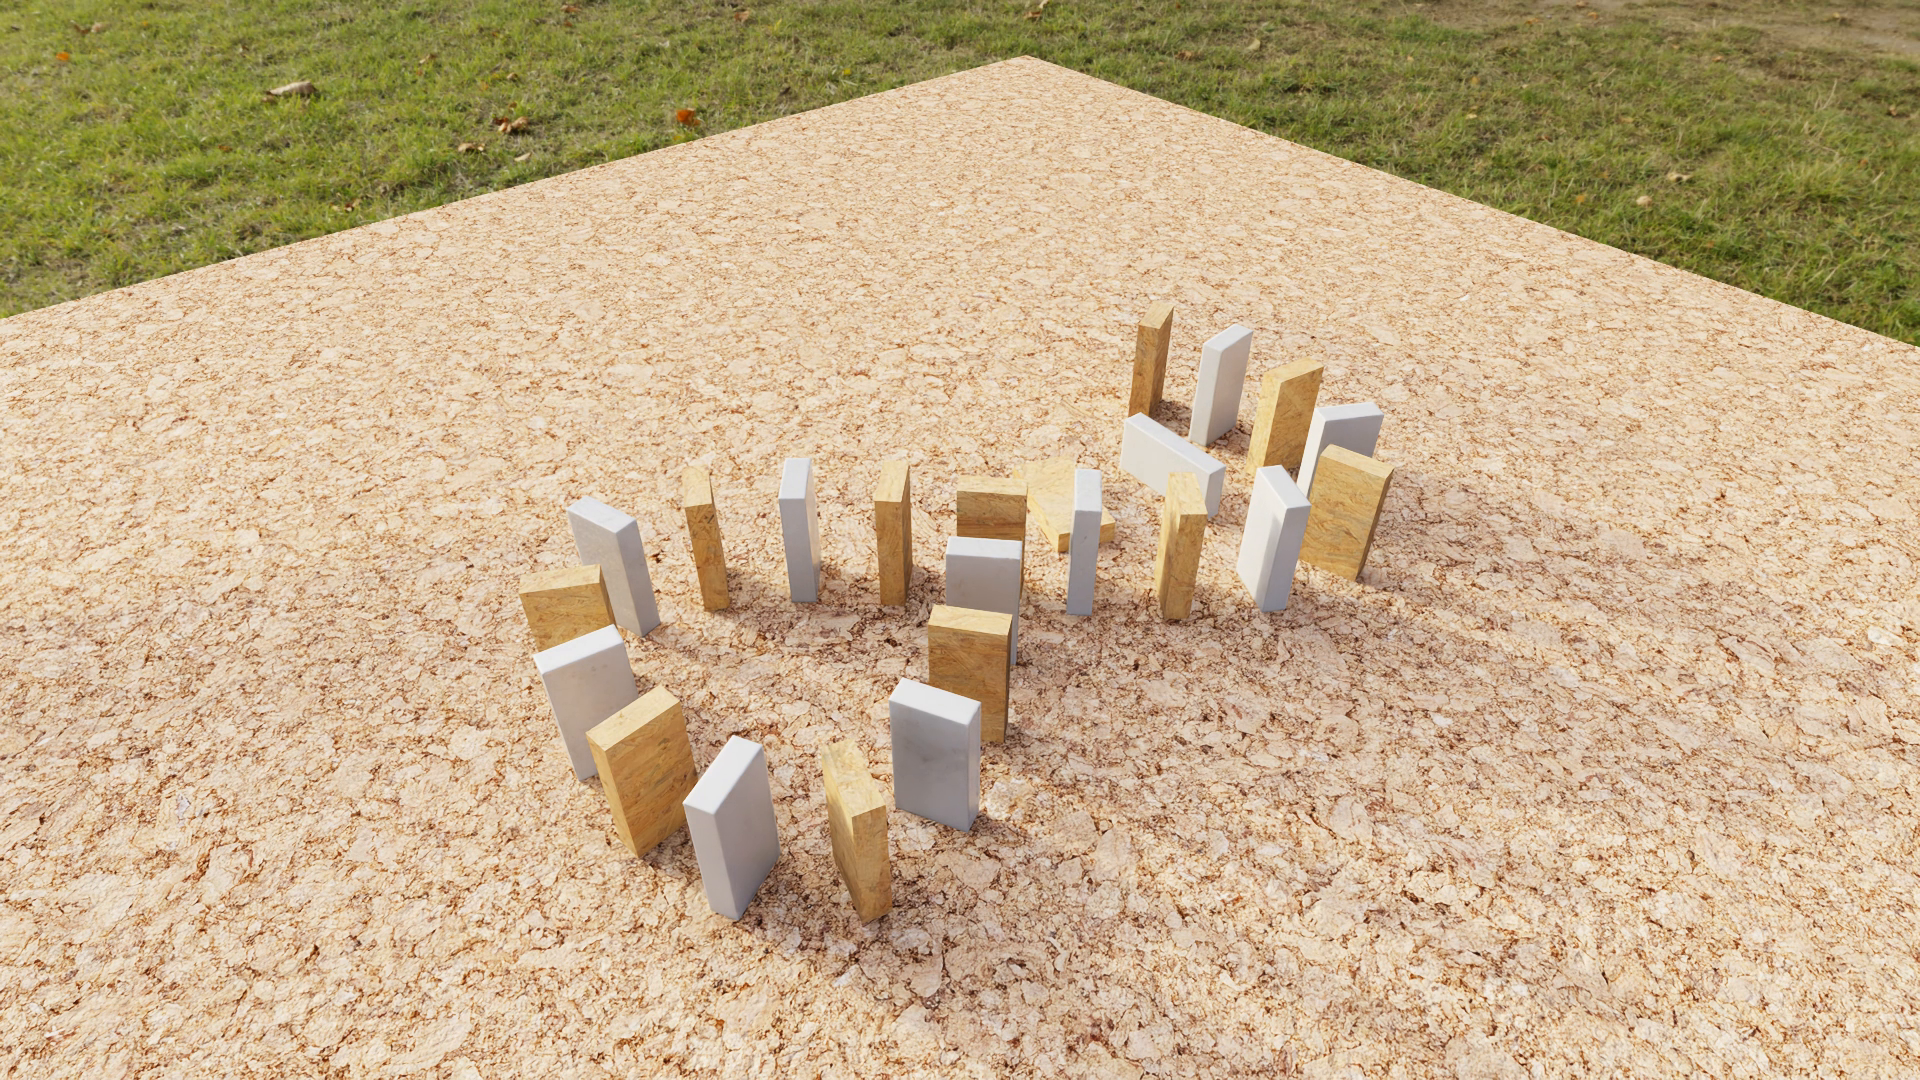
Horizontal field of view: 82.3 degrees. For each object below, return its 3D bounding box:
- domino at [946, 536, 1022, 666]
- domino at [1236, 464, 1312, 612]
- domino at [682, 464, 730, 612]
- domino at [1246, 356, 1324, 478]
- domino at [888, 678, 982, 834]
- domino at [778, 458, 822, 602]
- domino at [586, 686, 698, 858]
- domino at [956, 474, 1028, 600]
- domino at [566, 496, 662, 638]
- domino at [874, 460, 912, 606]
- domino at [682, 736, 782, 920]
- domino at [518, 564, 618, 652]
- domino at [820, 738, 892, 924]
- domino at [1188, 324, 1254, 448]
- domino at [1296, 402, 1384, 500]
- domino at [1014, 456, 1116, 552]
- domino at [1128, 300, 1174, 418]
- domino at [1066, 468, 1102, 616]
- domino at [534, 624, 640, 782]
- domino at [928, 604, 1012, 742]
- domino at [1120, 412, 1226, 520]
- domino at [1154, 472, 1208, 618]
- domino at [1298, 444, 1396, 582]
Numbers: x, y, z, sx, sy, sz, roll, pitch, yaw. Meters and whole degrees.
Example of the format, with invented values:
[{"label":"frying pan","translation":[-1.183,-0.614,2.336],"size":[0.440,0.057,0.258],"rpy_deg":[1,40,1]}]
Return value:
[{"label":"domino","translation":[0.008,0.022,0.385],"size":[0.025,0.050,0.009],"rpy_deg":[4,39,5]},{"label":"domino","translation":[0.117,0.000,0.411],"size":[0.010,0.050,0.025],"rpy_deg":[-8,40,-9]},{"label":"domino","translation":[-0.095,-0.001,0.412],"size":[0.009,0.050,0.025],"rpy_deg":[-8,40,-10]},{"label":"domino","translation":[0.140,-0.052,0.475],"size":[0.025,0.050,0.010],"rpy_deg":[-21,44,-24]},{"label":"domino","translation":[-0.007,0.066,0.331],"size":[0.025,0.050,0.010],"rpy_deg":[15,42,18]},{"label":"domino","translation":[-0.060,-0.003,0.416],"size":[0.010,0.050,0.025],"rpy_deg":[-1,39,-1]},{"label":"domino","translation":[-0.092,0.069,0.327],"size":[0.009,0.050,0.025],"rpy_deg":[30,48,32]},{"label":"domino","translation":[0.012,0.000,0.412],"size":[0.025,0.050,0.010],"rpy_deg":[5,40,6]},{"label":"domino","translation":[-0.125,0.010,0.399],"size":[0.025,0.050,0.010],"rpy_deg":[23,44,25]},{"label":"domino","translation":[-0.025,-0.002,0.414],"size":[0.009,0.050,0.025],"rpy_deg":[3,39,4]},{"label":"domino","translation":[-0.063,0.082,0.311],"size":[0.010,0.050,0.025],"rpy_deg":[15,42,17]},{"label":"domino","translation":[-0.130,0.032,0.373],"size":[0.025,0.050,0.009],"rpy_deg":[-8,40,-10]},{"label":"domino","translation":[-0.029,0.083,0.311],"size":[0.009,0.050,0.025],"rpy_deg":[-16,42,-19]},{"label":"domino","translation":[0.117,-0.069,0.496],"size":[0.009,0.050,0.025],"rpy_deg":[31,49,32]},{"label":"domino","translation":[0.154,-0.031,0.450],"size":[0.025,0.050,0.010],"rpy_deg":[-7,40,-9]},{"label":"domino","translation":[0.043,-0.016,0.463],"size":[0.025,0.009,0.050],"rpy_deg":[-12,41,-15]},{"label":"domino","translation":[0.089,-0.082,0.512],"size":[0.009,0.050,0.025],"rpy_deg":[16,42,18]},{"label":"domino","translation":[0.046,0.001,0.410],"size":[0.009,0.050,0.025],"rpy_deg":[3,39,4]},{"label":"domino","translation":[-0.115,0.052,0.348],"size":[0.025,0.050,0.010],"rpy_deg":[-22,44,-25]},{"label":"domino","translation":[0.003,0.044,0.358],"size":[0.025,0.050,0.010],"rpy_deg":[7,40,9]},{"label":"domino","translation":[0.090,-0.032,0.470],"size":[0.009,0.025,0.050],"rpy_deg":[-25,46,-28]},{"label":"domino","translation":[0.081,0.002,0.409],"size":[0.009,0.050,0.025],"rpy_deg":[-1,39,-1]},{"label":"domino","translation":[0.147,-0.010,0.424],"size":[0.025,0.050,0.009],"rpy_deg":[25,46,28]}]
